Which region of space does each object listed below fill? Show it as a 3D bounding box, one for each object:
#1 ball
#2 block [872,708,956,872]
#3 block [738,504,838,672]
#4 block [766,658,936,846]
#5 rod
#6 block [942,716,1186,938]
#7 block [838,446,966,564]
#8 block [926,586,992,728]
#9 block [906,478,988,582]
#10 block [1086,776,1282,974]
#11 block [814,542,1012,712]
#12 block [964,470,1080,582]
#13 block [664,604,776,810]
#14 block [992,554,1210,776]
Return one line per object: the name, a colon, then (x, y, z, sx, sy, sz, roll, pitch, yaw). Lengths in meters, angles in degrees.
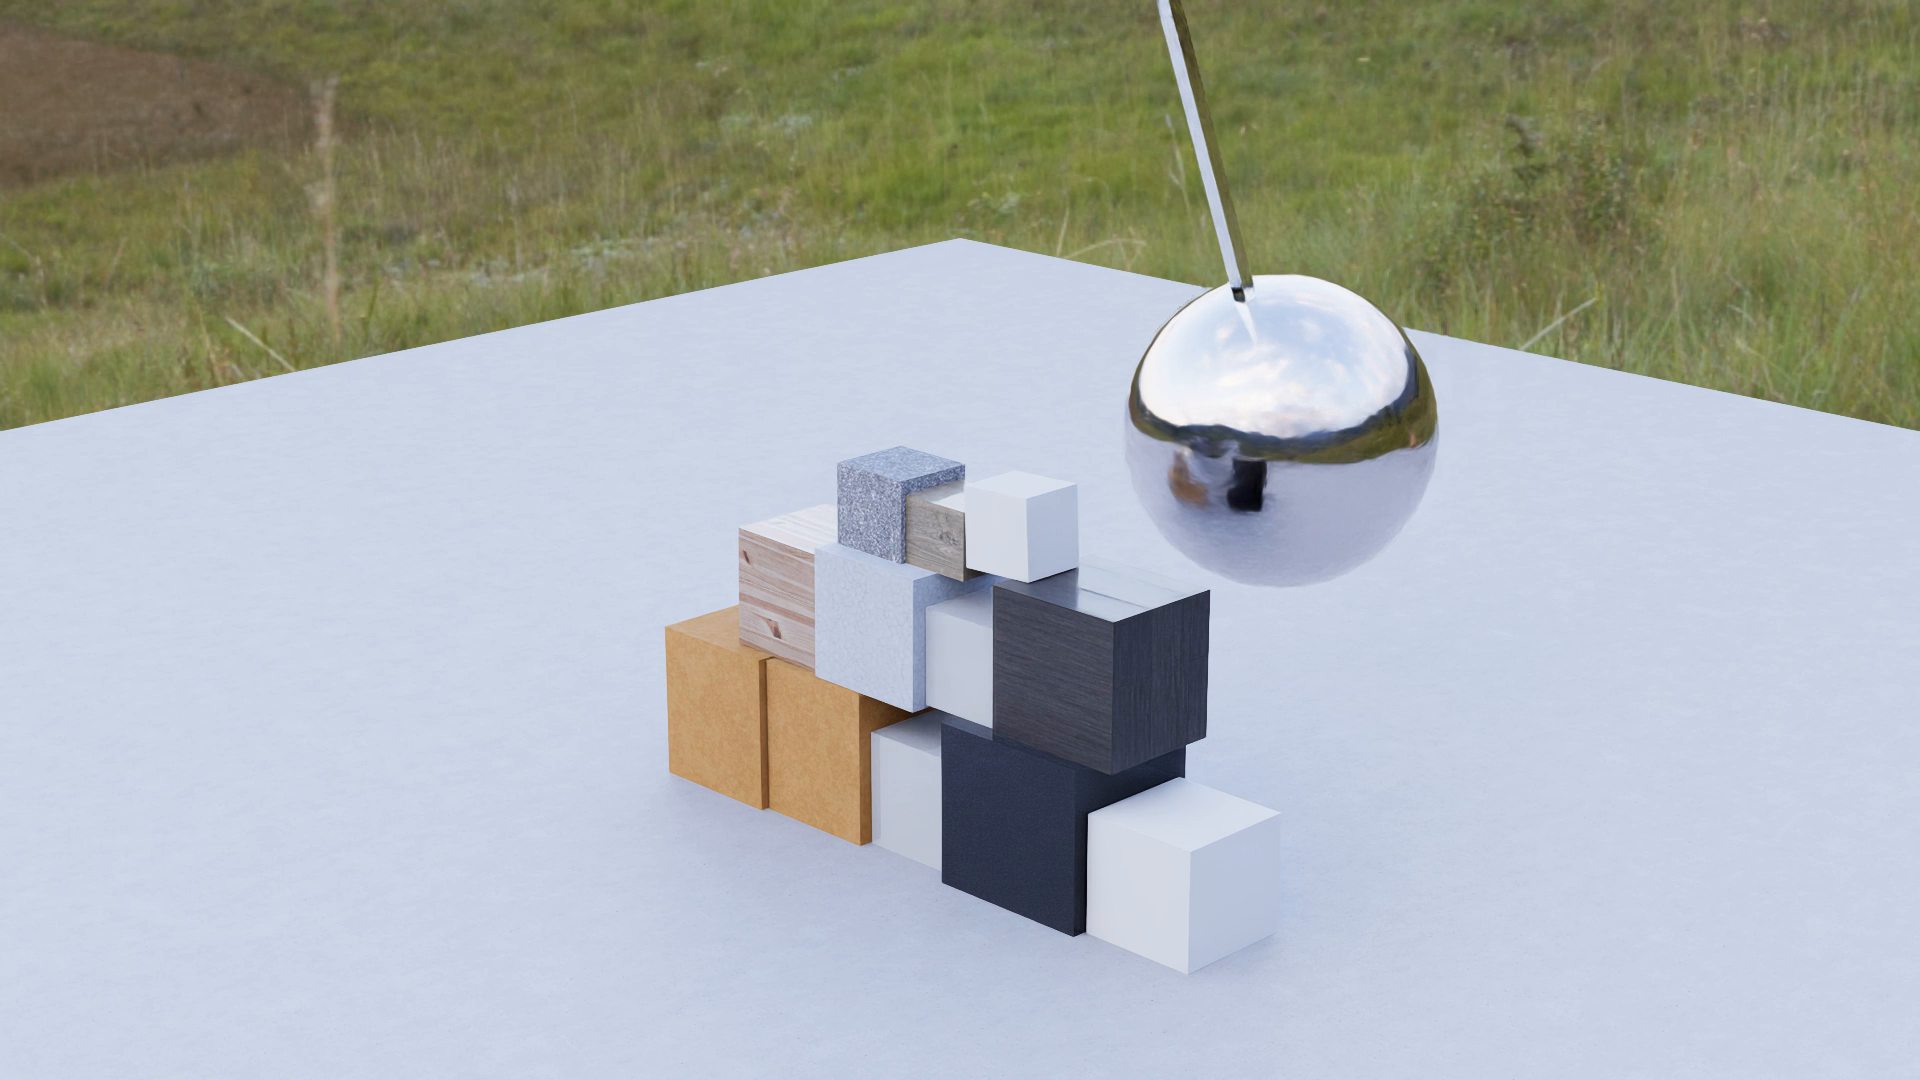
ball: (1.623, -0.551, 14.870, 1.600, 1.600, 1.600, 0, 17, 0)
block: (-0.023, 1.158, 13.728, 0.561, 0.559, 0.546, -17, 24, -42)
block: (-0.660, 0.227, 14.077, 0.562, 0.587, 0.576, -17, 25, -42)
block: (-0.444, 0.931, 14.112, 0.713, 0.762, 0.643, -17, 24, -42)
rod: (0.703, -3.272, 13.050, 0.080, 5.200, 0.080, 17, 46, 42)
block: (0.463, 1.200, 13.223, 0.727, 0.781, 0.820, -17, 24, -42)
block: (-0.272, -0.167, 13.560, 0.409, 0.393, 0.426, -17, 25, -42)
block: (0.179, 0.521, 13.300, 0.498, 0.468, 0.449, -17, 24, -42)
block: (0.013, -0.048, 13.308, 0.362, 0.325, 0.368, -17, 25, -42)
block: (0.973, 1.452, 12.782, 0.602, 0.564, 0.583, -17, 24, -42)
block: (-0.207, 0.339, 13.667, 0.671, 0.635, 0.655, -17, 25, -42)
block: (0.274, -0.063, 13.016, 0.380, 0.381, 0.328, 13, 22, 43)
block: (-0.932, 0.785, 14.563, 0.775, 0.771, 0.698, -17, 24, -42)
block: (0.617, 0.534, 12.889, 0.627, 0.691, 0.711, -17, 24, -42)
